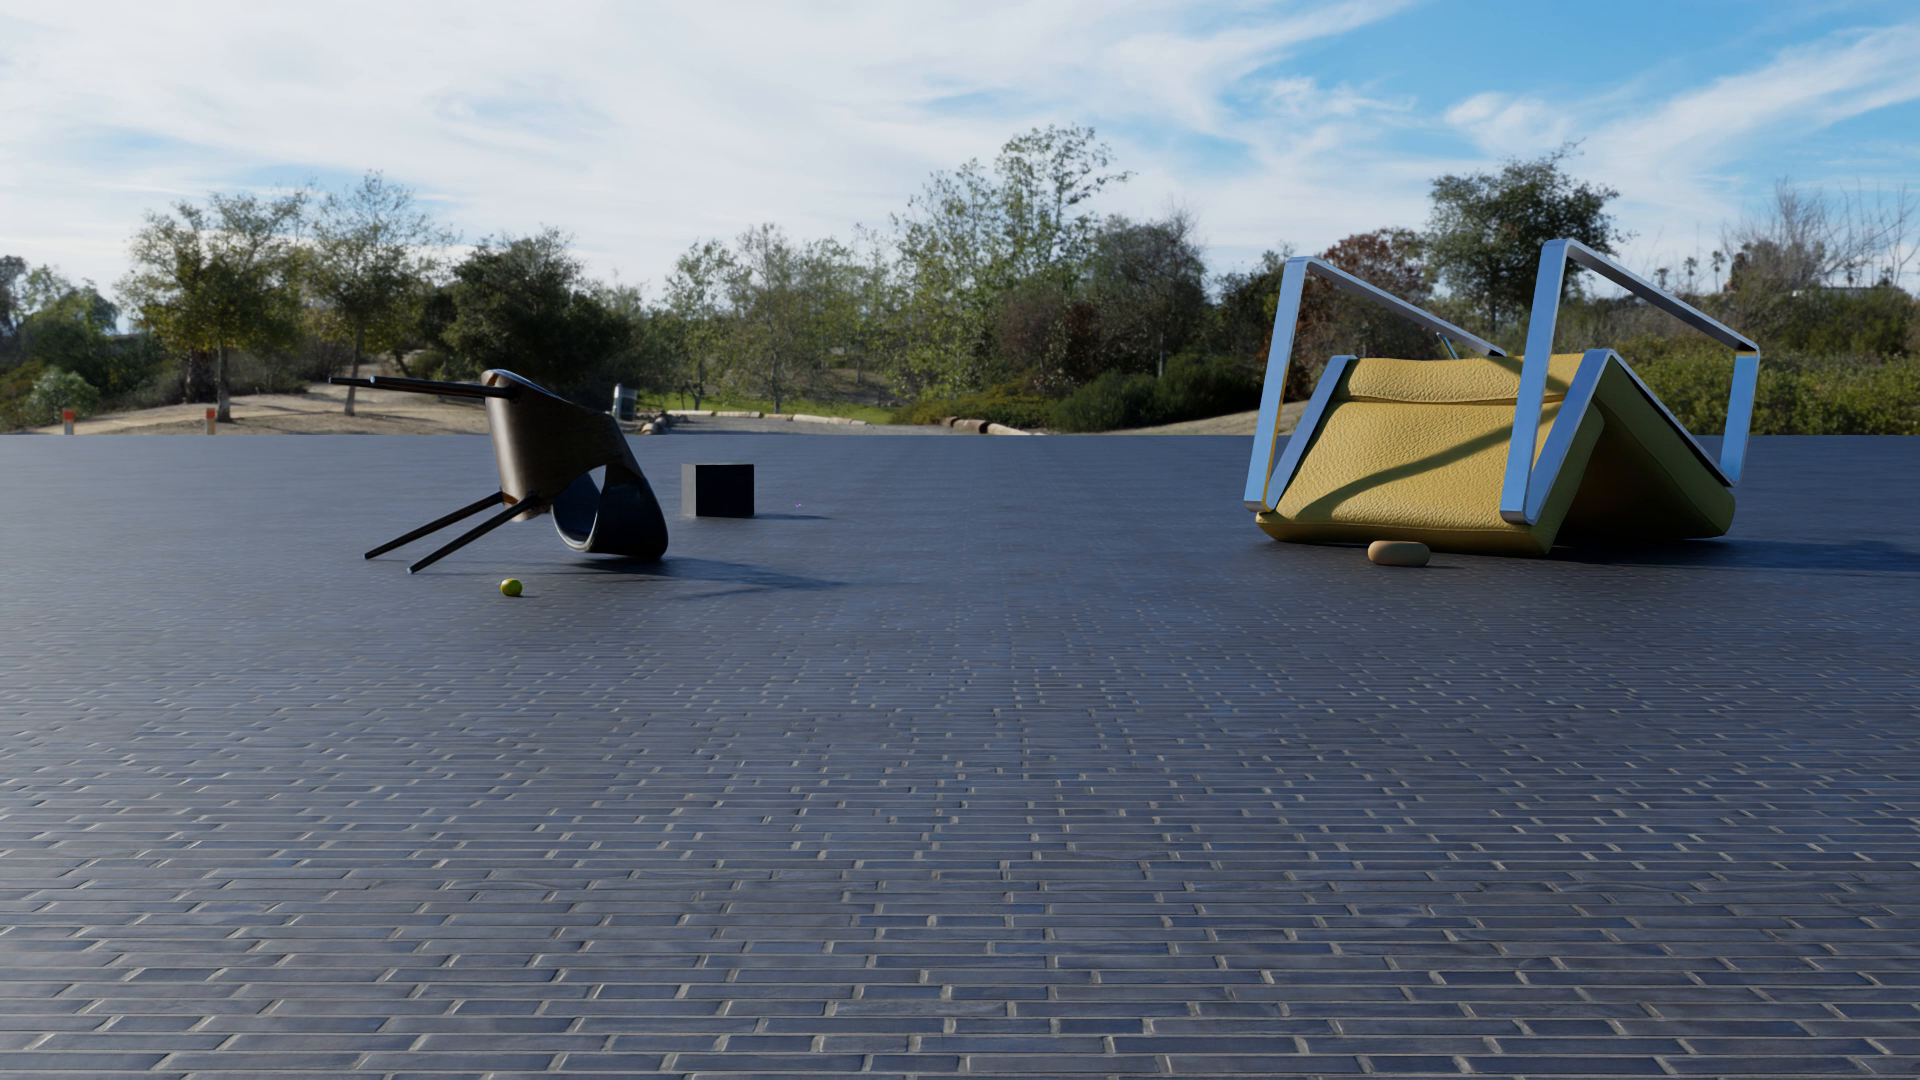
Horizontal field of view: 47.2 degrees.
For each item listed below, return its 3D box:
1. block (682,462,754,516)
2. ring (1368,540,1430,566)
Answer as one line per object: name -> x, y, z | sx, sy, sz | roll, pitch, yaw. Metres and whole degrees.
block -> -0.872, -0.184, 7.906 | 0.213, 0.181, 0.212 | -1, 4, -21
ring -> 1.120, 0.034, 5.612 | 0.161, 0.060, 0.091 | 4, 3, 28
